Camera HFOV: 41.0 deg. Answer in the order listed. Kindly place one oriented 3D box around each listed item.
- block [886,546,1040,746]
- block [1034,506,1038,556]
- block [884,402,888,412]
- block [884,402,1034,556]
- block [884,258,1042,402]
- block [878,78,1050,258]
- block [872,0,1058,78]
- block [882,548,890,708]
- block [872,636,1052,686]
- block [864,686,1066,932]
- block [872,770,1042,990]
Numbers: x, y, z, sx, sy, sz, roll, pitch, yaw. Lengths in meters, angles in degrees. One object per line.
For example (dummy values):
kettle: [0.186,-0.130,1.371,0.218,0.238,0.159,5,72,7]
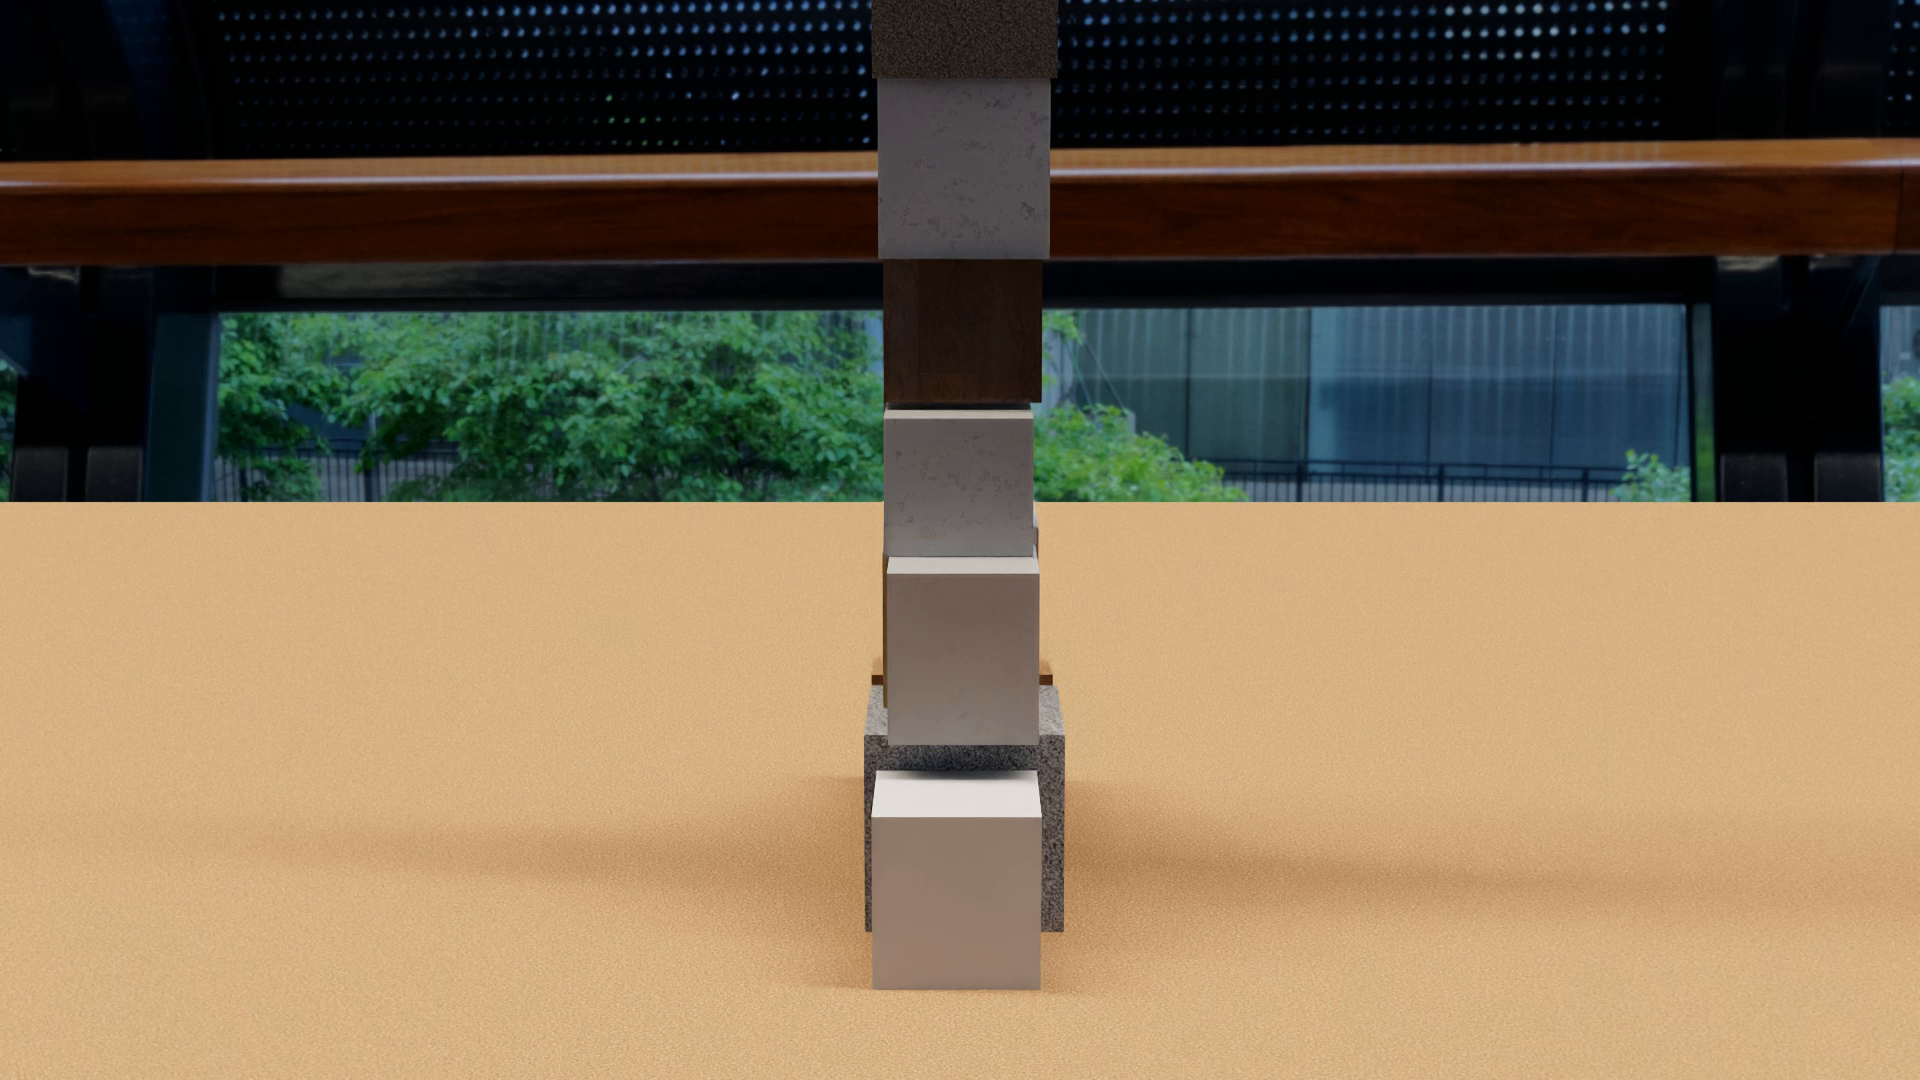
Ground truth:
block: [0.013,0.425,10.556,0.608,0.703,0.599,0,10,0]
block: [0.005,0.258,11.882,0.695,0.762,0.687,0,11,0]
block: [-0.019,-0.381,11.434,0.622,0.632,0.646,0,10,0]
block: [-0.006,-0.265,10.805,0.613,0.568,0.624,0,9,0]
block: [0.012,-0.929,11.013,0.660,0.597,0.667,0,10,0]
block: [0.016,-1.586,10.893,0.711,0.738,0.601,0,10,0]
block: [0.019,-2.348,10.754,0.759,0.811,0.724,0,10,0]
block: [-0.008,0.325,11.195,0.638,0.672,0.674,0,10,0]
block: [0.010,0.917,12.452,0.847,0.740,0.847,0,10,0]
block: [0.019,1.133,10.983,0.823,0.841,0.871,0,10,0]
block: [-0.013,1.344,10.229,0.653,0.695,0.668,0,10,0]
